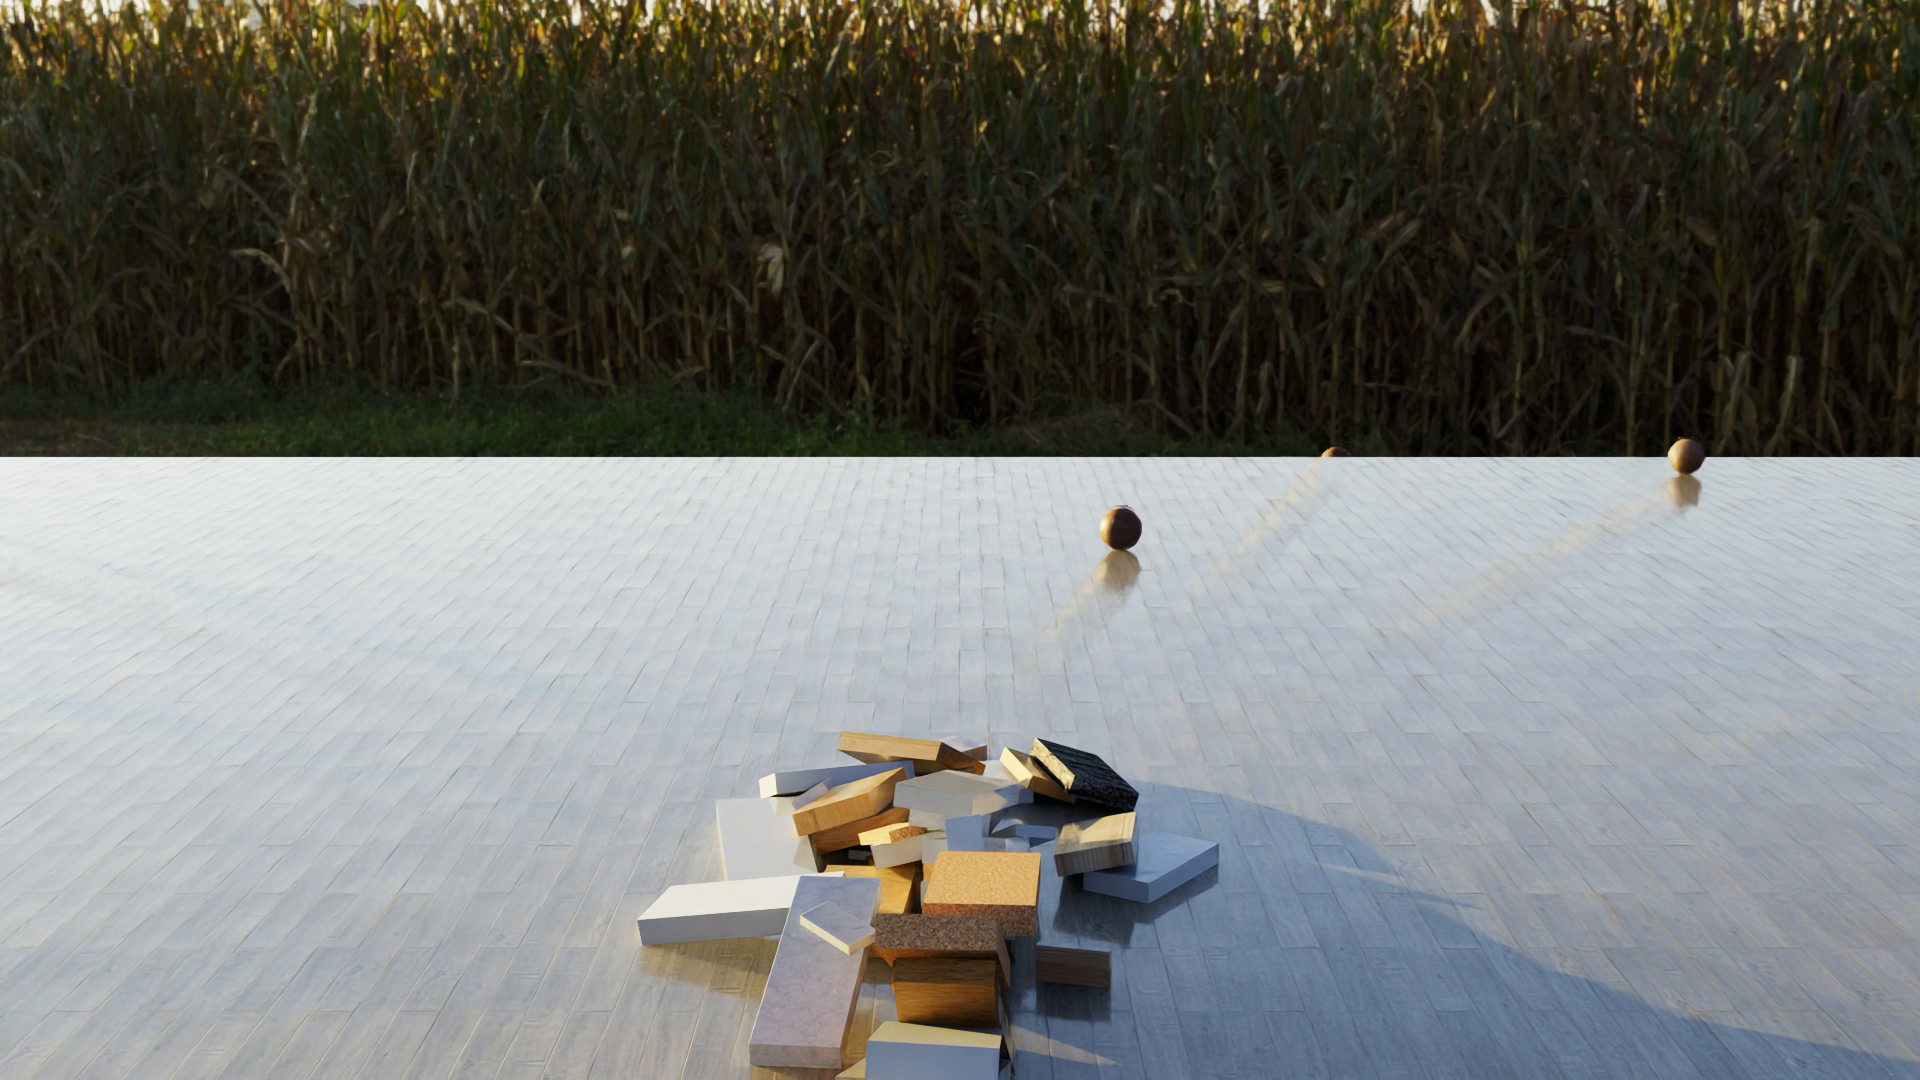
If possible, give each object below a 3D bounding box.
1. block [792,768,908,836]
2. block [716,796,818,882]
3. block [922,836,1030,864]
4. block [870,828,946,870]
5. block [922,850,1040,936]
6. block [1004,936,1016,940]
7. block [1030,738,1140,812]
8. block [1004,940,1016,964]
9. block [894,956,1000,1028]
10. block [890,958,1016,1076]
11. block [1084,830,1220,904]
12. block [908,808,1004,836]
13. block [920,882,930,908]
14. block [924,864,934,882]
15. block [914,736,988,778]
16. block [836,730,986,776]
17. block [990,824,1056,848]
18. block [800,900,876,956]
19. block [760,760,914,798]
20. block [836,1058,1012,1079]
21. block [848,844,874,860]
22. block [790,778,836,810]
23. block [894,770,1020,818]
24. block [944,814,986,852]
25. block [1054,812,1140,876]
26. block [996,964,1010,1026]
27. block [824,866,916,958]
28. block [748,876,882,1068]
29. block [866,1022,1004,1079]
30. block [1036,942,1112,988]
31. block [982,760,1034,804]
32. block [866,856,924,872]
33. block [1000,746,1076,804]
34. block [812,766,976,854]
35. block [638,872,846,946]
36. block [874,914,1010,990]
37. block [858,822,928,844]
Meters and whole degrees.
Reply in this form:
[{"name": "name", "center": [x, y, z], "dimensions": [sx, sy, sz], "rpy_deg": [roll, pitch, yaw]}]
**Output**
[{"name": "block", "center": [-0.192, 0.466, 3.933], "dimensions": [0.142, 0.040, 0.284], "rpy_deg": [-17, 0, 12]}, {"name": "block", "center": [-0.340, 0.538, 3.834], "dimensions": [0.150, 0.042, 0.457], "rpy_deg": [-2, 11, -8]}, {"name": "block", "center": [0.028, 0.486, 3.455], "dimensions": [0.128, 0.036, 0.257], "rpy_deg": [-2, -7, 10]}, {"name": "block", "center": [-0.045, 0.508, 3.751], "dimensions": [0.142, 0.040, 0.283], "rpy_deg": [-15, -3, 12]}, {"name": "block", "center": [0.034, 0.492, 3.077], "dimensions": [0.149, 0.042, 0.299], "rpy_deg": [1, 5, 4]}, {"name": "block", "center": [0.019, 0.523, 3.172], "dimensions": [0.129, 0.036, 0.257], "rpy_deg": [1, 5, 3]}, {"name": "block", "center": [0.235, 0.448, 4.211], "dimensions": [0.134, 0.038, 0.268], "rpy_deg": [17, 6, -16]}, {"name": "block", "center": [0.015, 0.596, 3.246], "dimensions": [0.129, 0.036, 0.257], "rpy_deg": [1, -15, 3]}, {"name": "block", "center": [-0.014, 0.612, 2.798], "dimensions": [0.124, 0.248, 0.035], "rpy_deg": [1, 49, 4]}, {"name": "block", "center": [-0.005, 0.625, 2.864], "dimensions": [0.124, 0.247, 0.035], "rpy_deg": [-3, 48, 9]}, {"name": "block", "center": [0.328, 0.556, 3.753], "dimensions": [0.125, 0.035, 0.250], "rpy_deg": [7, 13, 33]}, {"name": "block", "center": [-0.001, 0.450, 3.674], "dimensions": [0.131, 0.037, 0.262], "rpy_deg": [8, 1, 7]}, {"name": "block", "center": [0.002, 0.559, 3.460], "dimensions": [0.128, 0.036, 0.256], "rpy_deg": [0, -11, -1]}, {"name": "block", "center": [0.004, 0.543, 3.616], "dimensions": [0.128, 0.036, 0.256], "rpy_deg": [0, -7, -1]}, {"name": "block", "center": [-0.051, 0.435, 4.425], "dimensions": [0.200, 0.028, 0.100], "rpy_deg": [-10, 15, -44]}, {"name": "block", "center": [-0.095, 0.418, 4.235], "dimensions": [0.268, 0.038, 0.134], "rpy_deg": [1, -23, 44]}, {"name": "block", "center": [0.089, 0.507, 3.719], "dimensions": [0.068, 0.019, 0.296], "rpy_deg": [7, -14, -12]}, {"name": "block", "center": [-0.177, 0.567, 3.218], "dimensions": [0.056, 0.016, 0.112], "rpy_deg": [-21, 31, -38]}, {"name": "block", "center": [-0.234, 0.455, 4.168], "dimensions": [0.268, 0.038, 0.134], "rpy_deg": [-4, -10, -19]}, {"name": "block", "center": [-0.039, 0.659, 2.640], "dimensions": [0.174, 0.049, 0.347], "rpy_deg": [2, -8, 6]}, {"name": "block", "center": [-0.151, 0.540, 3.891], "dimensions": [0.058, 0.016, 0.116], "rpy_deg": [3, 11, 16]}, {"name": "block", "center": [-0.266, 0.460, 3.985], "dimensions": [0.068, 0.019, 0.136], "rpy_deg": [-32, -3, 1]}, {"name": "block", "center": [-0.002, 0.414, 3.590], "dimensions": [0.131, 0.037, 0.262], "rpy_deg": [8, 1, 18]}, {"name": "block", "center": [0.009, 0.457, 3.309], "dimensions": [0.056, 0.016, 0.112], "rpy_deg": [-8, 31, 0]}, {"name": "block", "center": [0.238, 0.521, 3.784], "dimensions": [0.131, 0.037, 0.262], "rpy_deg": [-11, 3, 7]}, {"name": "block", "center": [0.000, 0.627, 2.957], "dimensions": [0.124, 0.035, 0.247], "rpy_deg": [1, -30, 5]}, {"name": "block", "center": [-0.159, 0.594, 3.534], "dimensions": [0.150, 0.042, 0.300], "rpy_deg": [1, 11, 4]}, {"name": "block", "center": [-0.203, 0.615, 3.174], "dimensions": [0.125, 0.035, 0.421], "rpy_deg": [1, 24, 6]}, {"name": "block", "center": [-0.026, 0.610, 2.619], "dimensions": [0.149, 0.042, 0.299], "rpy_deg": [3, -8, 2]}, {"name": "block", "center": [0.170, 0.633, 3.282], "dimensions": [0.112, 0.056, 0.016], "rpy_deg": [3, 11, 15]}, {"name": "block", "center": [0.067, 0.468, 4.247], "dimensions": [0.100, 0.028, 0.200], "rpy_deg": [-3, 11, -14]}, {"name": "block", "center": [-0.101, 0.558, 3.795], "dimensions": [0.116, 0.016, 0.058], "rpy_deg": [-2, 11, -12]}, {"name": "block", "center": [0.152, 0.453, 4.237], "dimensions": [0.100, 0.028, 0.200], "rpy_deg": [19, 5, -16]}, {"name": "block", "center": [-0.110, 0.483, 3.961], "dimensions": [0.142, 0.040, 0.394], "rpy_deg": [-17, 0, 25]}, {"name": "block", "center": [-0.339, 0.580, 3.465], "dimensions": [0.300, 0.042, 0.150], "rpy_deg": [-7, 10, 15]}, {"name": "block", "center": [-0.015, 0.563, 2.983], "dimensions": [0.149, 0.042, 0.593], "rpy_deg": [1, -16, 3]}, {"name": "block", "center": [-0.112, 0.489, 3.664], "dimensions": [0.068, 0.019, 0.136], "rpy_deg": [-12, -3, -25]}]
